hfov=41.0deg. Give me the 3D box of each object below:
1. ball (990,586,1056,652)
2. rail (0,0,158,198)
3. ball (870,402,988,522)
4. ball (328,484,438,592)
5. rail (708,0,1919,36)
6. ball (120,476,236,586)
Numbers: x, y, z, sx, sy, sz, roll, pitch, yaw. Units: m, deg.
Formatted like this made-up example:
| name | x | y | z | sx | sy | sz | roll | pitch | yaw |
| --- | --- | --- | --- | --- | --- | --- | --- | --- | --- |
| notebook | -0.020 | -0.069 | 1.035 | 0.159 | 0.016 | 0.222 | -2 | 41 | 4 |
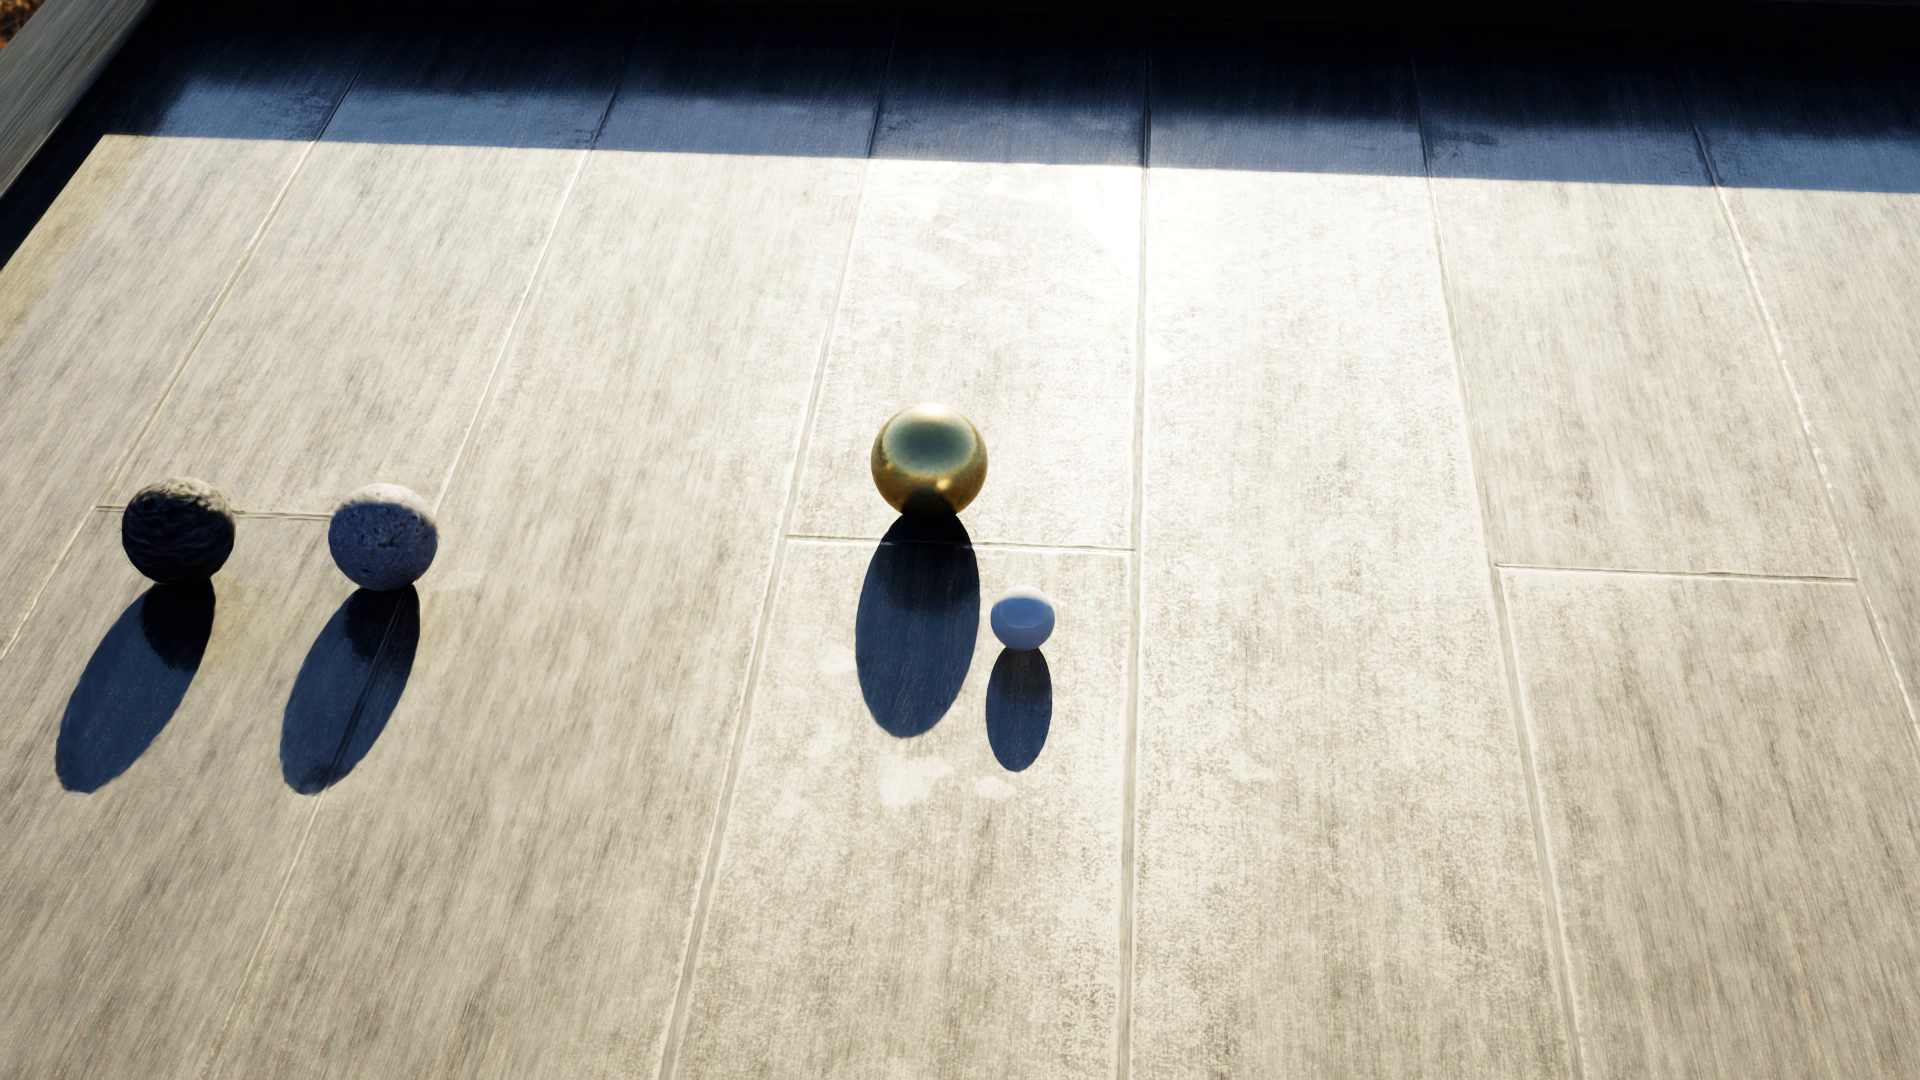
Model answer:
| name | x | y | z | sx | sy | sz | roll | pitch | yaw |
| --- | --- | --- | --- | --- | --- | --- | --- | --- | --- |
| ball | 0.042 | 0.052 | 1.706 | 0.044 | 0.044 | 0.044 | 0 | 36 | 0 |
| rail | -0.848 | -0.053 | 1.795 | 0.045 | 0.109 | 1.916 | 2 | 36 | 3 |
| ball | -0.022 | -0.056 | 1.823 | 0.084 | 0.084 | 0.084 | 0 | 36 | 0 |
| ball | -0.394 | -0.002 | 1.756 | 0.074 | 0.074 | 0.074 | 0 | 36 | 0 |
| rail | 0.937 | -0.523 | 2.455 | 3.494 | 0.109 | 0.045 | 2 | 36 | 3 |
| ball | -0.536 | -0.006 | 1.761 | 0.076 | 0.076 | 0.076 | 0 | 36 | 0 |
